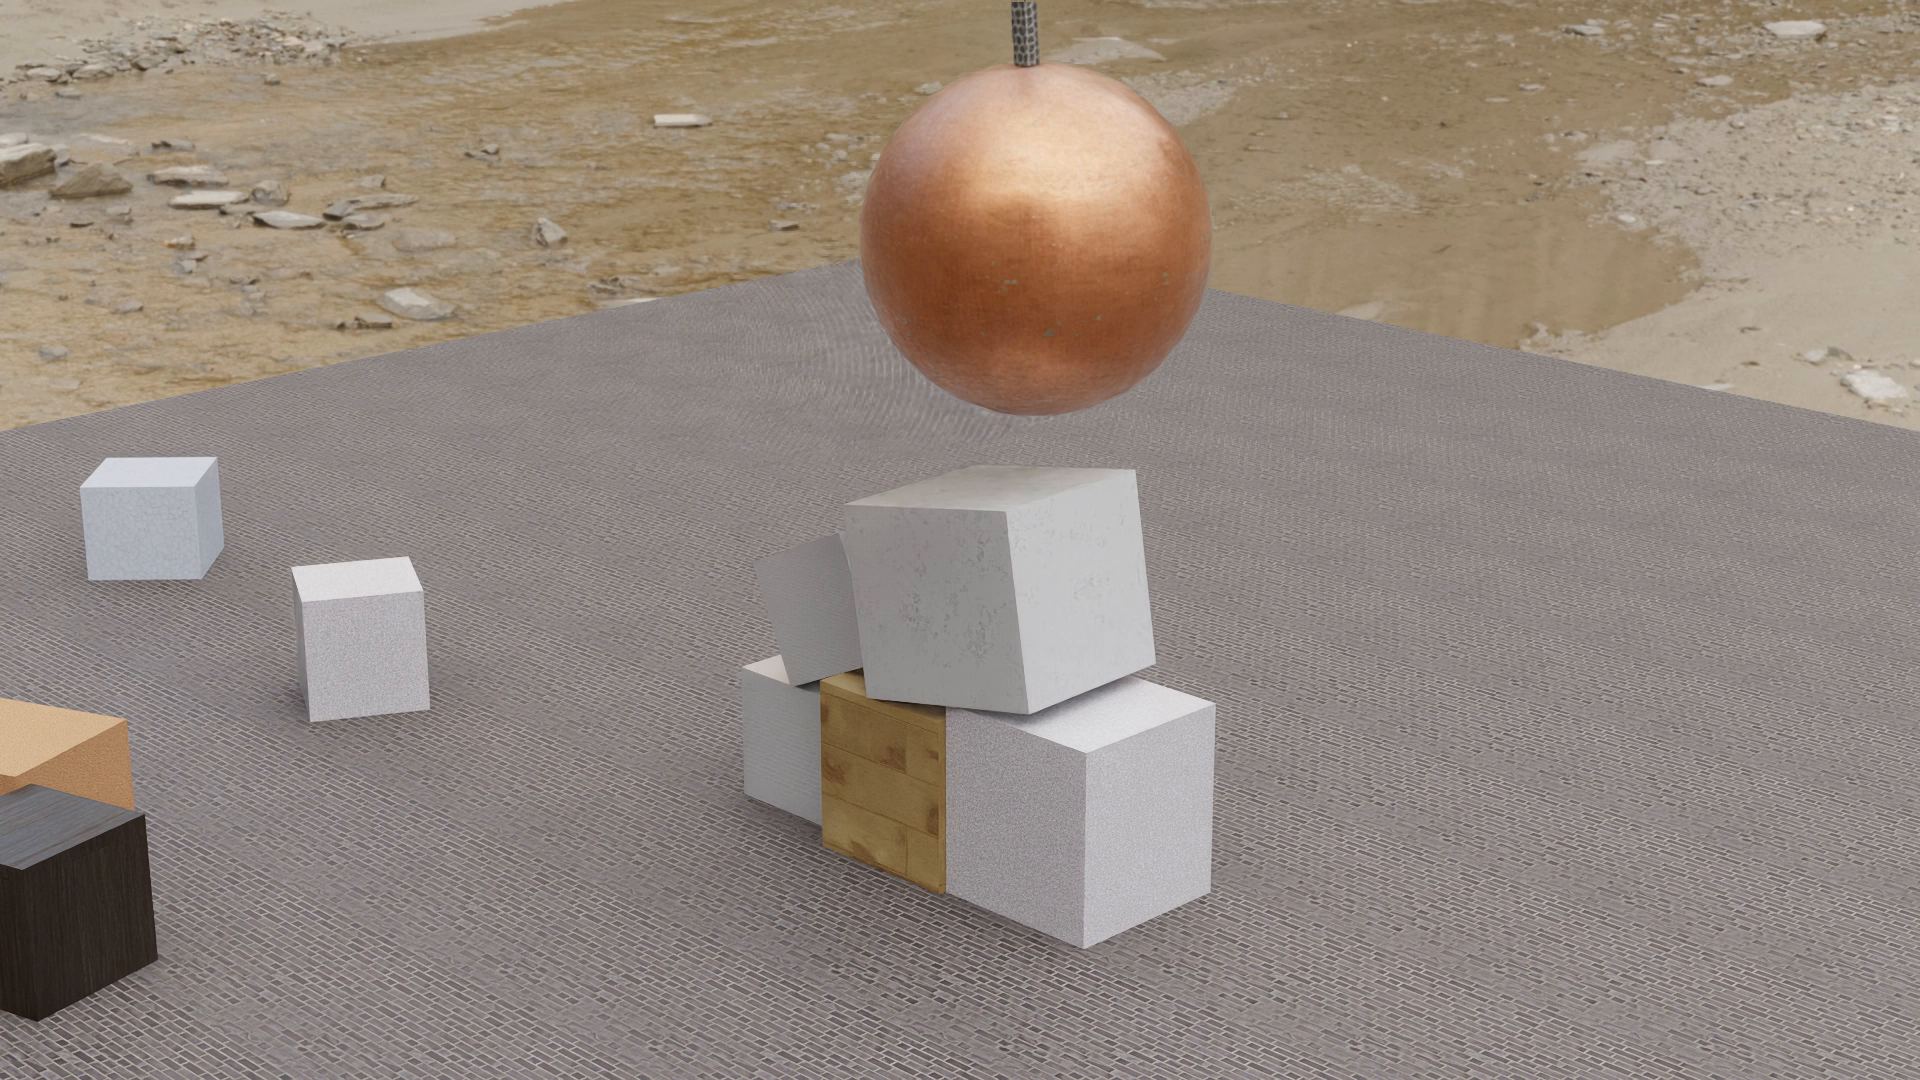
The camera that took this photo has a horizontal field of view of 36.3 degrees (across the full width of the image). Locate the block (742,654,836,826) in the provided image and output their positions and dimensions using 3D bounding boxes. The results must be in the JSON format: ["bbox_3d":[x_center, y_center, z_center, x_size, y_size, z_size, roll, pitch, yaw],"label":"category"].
[{"bbox_3d":[-0.584,0.942,14.243,0.609,0.661,0.730,-17,24,-42],"label":"block"}]

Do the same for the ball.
[{"bbox_3d":[0.341,-1.361,13.272,1.600,1.600,1.600,0,17,0],"label":"ball"}]

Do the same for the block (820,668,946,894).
[{"bbox_3d":[-0.055,1.029,13.689,0.775,0.829,0.896,17,24,42],"label":"block"}]

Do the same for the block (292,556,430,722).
[{"bbox_3d":[-3.188,0.520,15.587,0.622,0.661,0.613,-5,18,-17],"label":"block"}]

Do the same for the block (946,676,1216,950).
[{"bbox_3d":[0.535,1.159,13.137,0.846,0.911,0.848,-17,24,-42],"label":"block"}]

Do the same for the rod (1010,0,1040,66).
[{"bbox_3d":[0.148,-4.536,12.071,0.080,5.200,0.080,17,29,42],"label":"rod"}]

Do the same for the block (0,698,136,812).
[{"bbox_3d":[-4.341,1.214,13.271,0.881,0.726,0.753,7,19,22],"label":"block"}]

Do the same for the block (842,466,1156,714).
[{"bbox_3d":[0.182,0.200,13.191,0.965,0.896,0.897,3,14,42],"label":"block"}]

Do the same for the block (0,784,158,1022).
[{"bbox_3d":[-3.909,1.518,12.384,0.676,0.679,0.676,10,20,29],"label":"block"}]

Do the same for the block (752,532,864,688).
[{"bbox_3d":[-0.453,0.265,13.890,0.642,0.622,0.667,-17,-1,-43],"label":"block"}]

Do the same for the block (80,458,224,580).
[{"bbox_3d":[-4.897,-0.135,17.807,0.675,0.580,0.641,0,17,-2],"label":"block"}]
